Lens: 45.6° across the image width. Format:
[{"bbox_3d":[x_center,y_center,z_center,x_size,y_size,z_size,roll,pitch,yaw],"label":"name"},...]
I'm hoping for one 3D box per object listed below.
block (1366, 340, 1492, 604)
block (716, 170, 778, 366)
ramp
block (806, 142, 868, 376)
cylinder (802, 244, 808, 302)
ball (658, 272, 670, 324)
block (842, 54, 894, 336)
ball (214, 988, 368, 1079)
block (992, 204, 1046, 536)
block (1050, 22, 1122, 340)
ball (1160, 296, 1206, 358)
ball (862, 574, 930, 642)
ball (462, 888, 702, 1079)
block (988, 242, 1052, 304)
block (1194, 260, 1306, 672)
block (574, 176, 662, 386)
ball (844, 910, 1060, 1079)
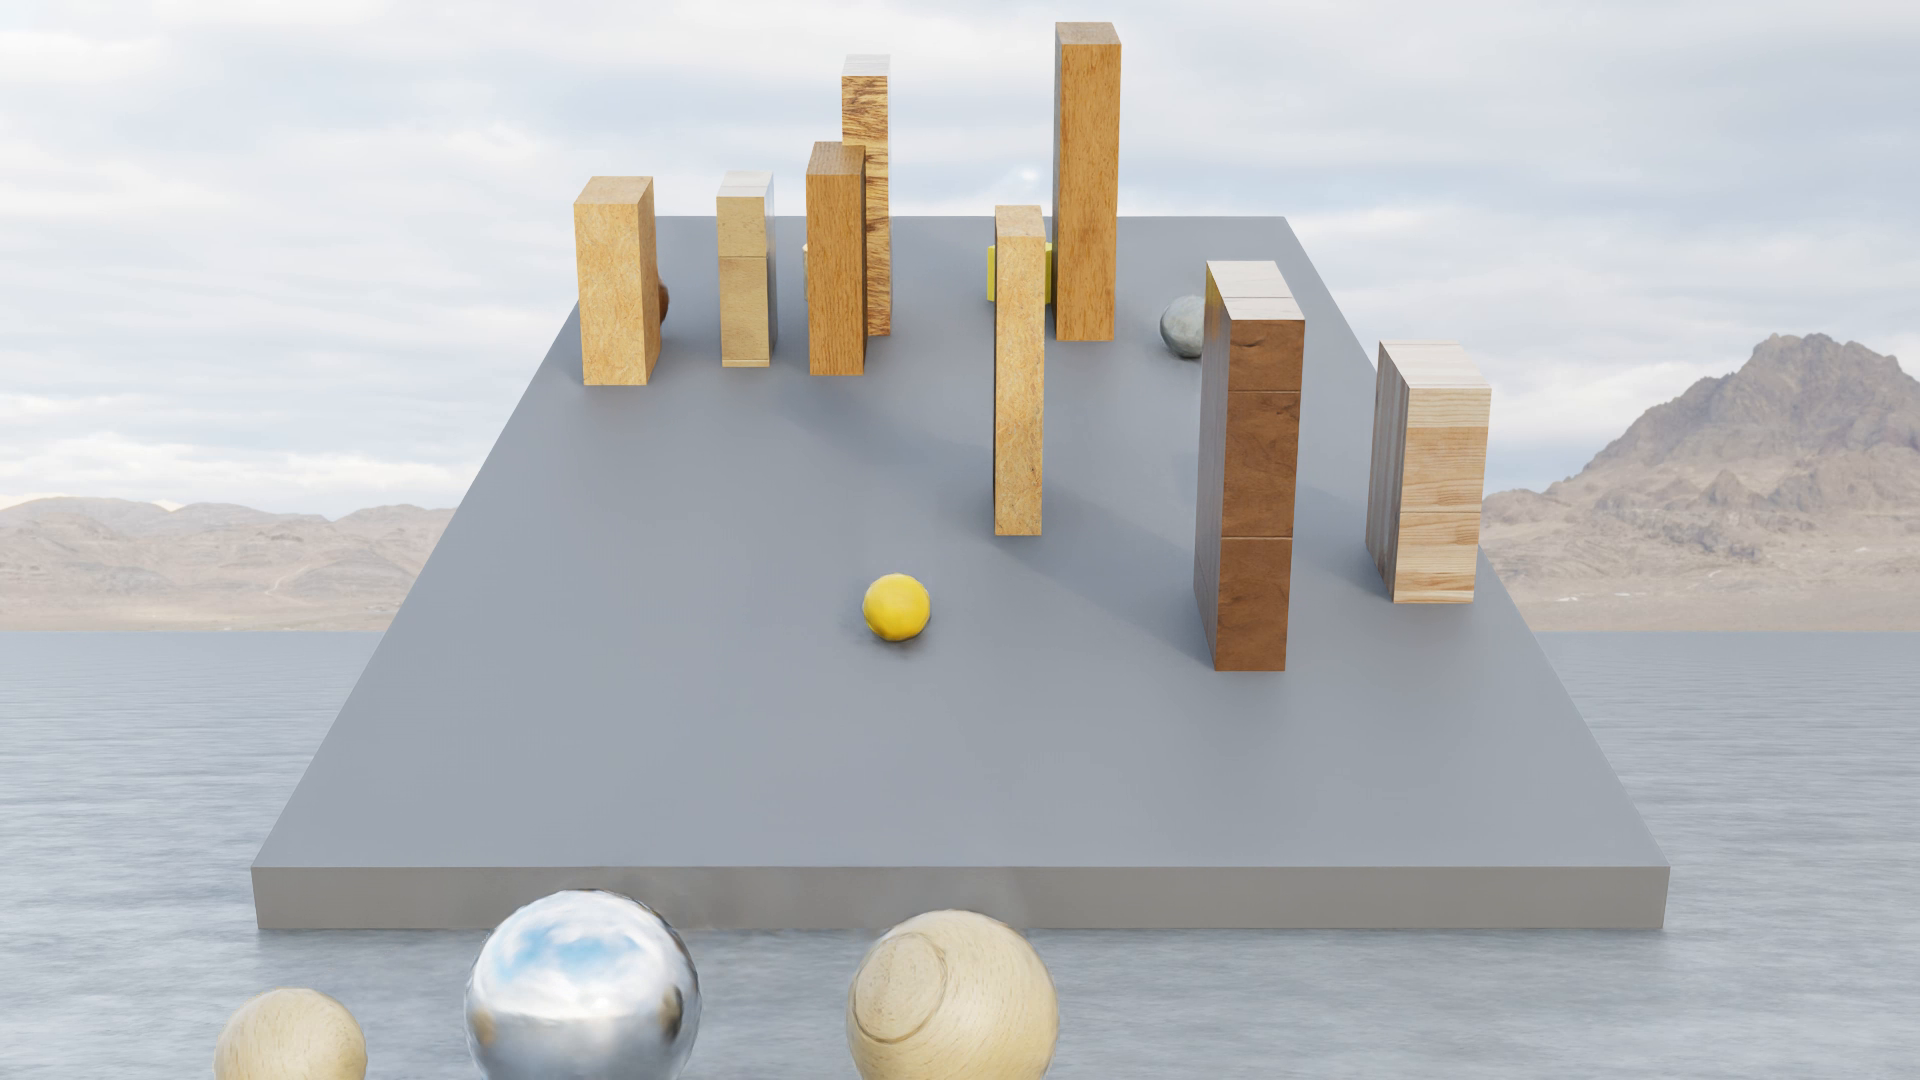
[{"bbox_3d":[0.852,-0.130,4.182,0.143,0.405,0.303,0,21,0],"label":"block"},{"bbox_3d":[-0.513,-0.660,5.533,0.113,0.413,0.290,0,21,0],"label":"block"},{"bbox_3d":[-0.006,-0.216,5.099,2.000,0.100,4.000,0,21,0],"label":"ramp"},{"bbox_3d":[-0.292,-0.684,5.503,0.126,0.480,0.386,0,21,0],"label":"block"},{"bbox_3d":[-0.345,-0.706,6.034,0.138,0.138,0.138,0,21,0],"label":"cylinder"},{"bbox_3d":[-0.822,-0.598,5.666,0.200,0.200,0.200,0,-2,0],"label":"ball"},{"bbox_3d":[-0.231,-0.872,5.757,0.111,0.647,0.320,0,21,0],"label":"block"},{"bbox_3d":[-0.567,0.442,1.937,0.124,0.124,0.124,0,-2,0],"label":"ball"},{"bbox_3d":[0.113,-0.332,4.443,0.089,0.590,0.260,0,21,0],"label":"block"},{"bbox_3d":[0.311,-0.900,5.718,0.142,0.730,0.357,0,21,0],"label":"block"},{"bbox_3d":[0.560,-0.518,5.536,0.150,0.150,0.150,0,-2,0],"label":"ball"},{"bbox_3d":[-0.109,0.116,3.942,0.117,0.117,0.117,0,-2,0],"label":"ball"},{"bbox_3d":[-0.326,0.404,1.976,0.204,0.204,0.204,0,-2,0],"label":"ball"},{"bbox_3d":[0.173,-0.704,6.024,0.142,0.142,0.142,18,27,38],"label":"block"},{"bbox_3d":[0.487,-0.132,3.901,0.117,0.611,0.374,0,21,0],"label":"block"},{"bbox_3d":[-0.805,-0.615,5.394,0.145,0.429,0.295,0,21,0],"label":"block"},{"bbox_3d":[-0.007,0.413,1.977,0.185,0.185,0.185,0,-2,0],"label":"ball"}]
